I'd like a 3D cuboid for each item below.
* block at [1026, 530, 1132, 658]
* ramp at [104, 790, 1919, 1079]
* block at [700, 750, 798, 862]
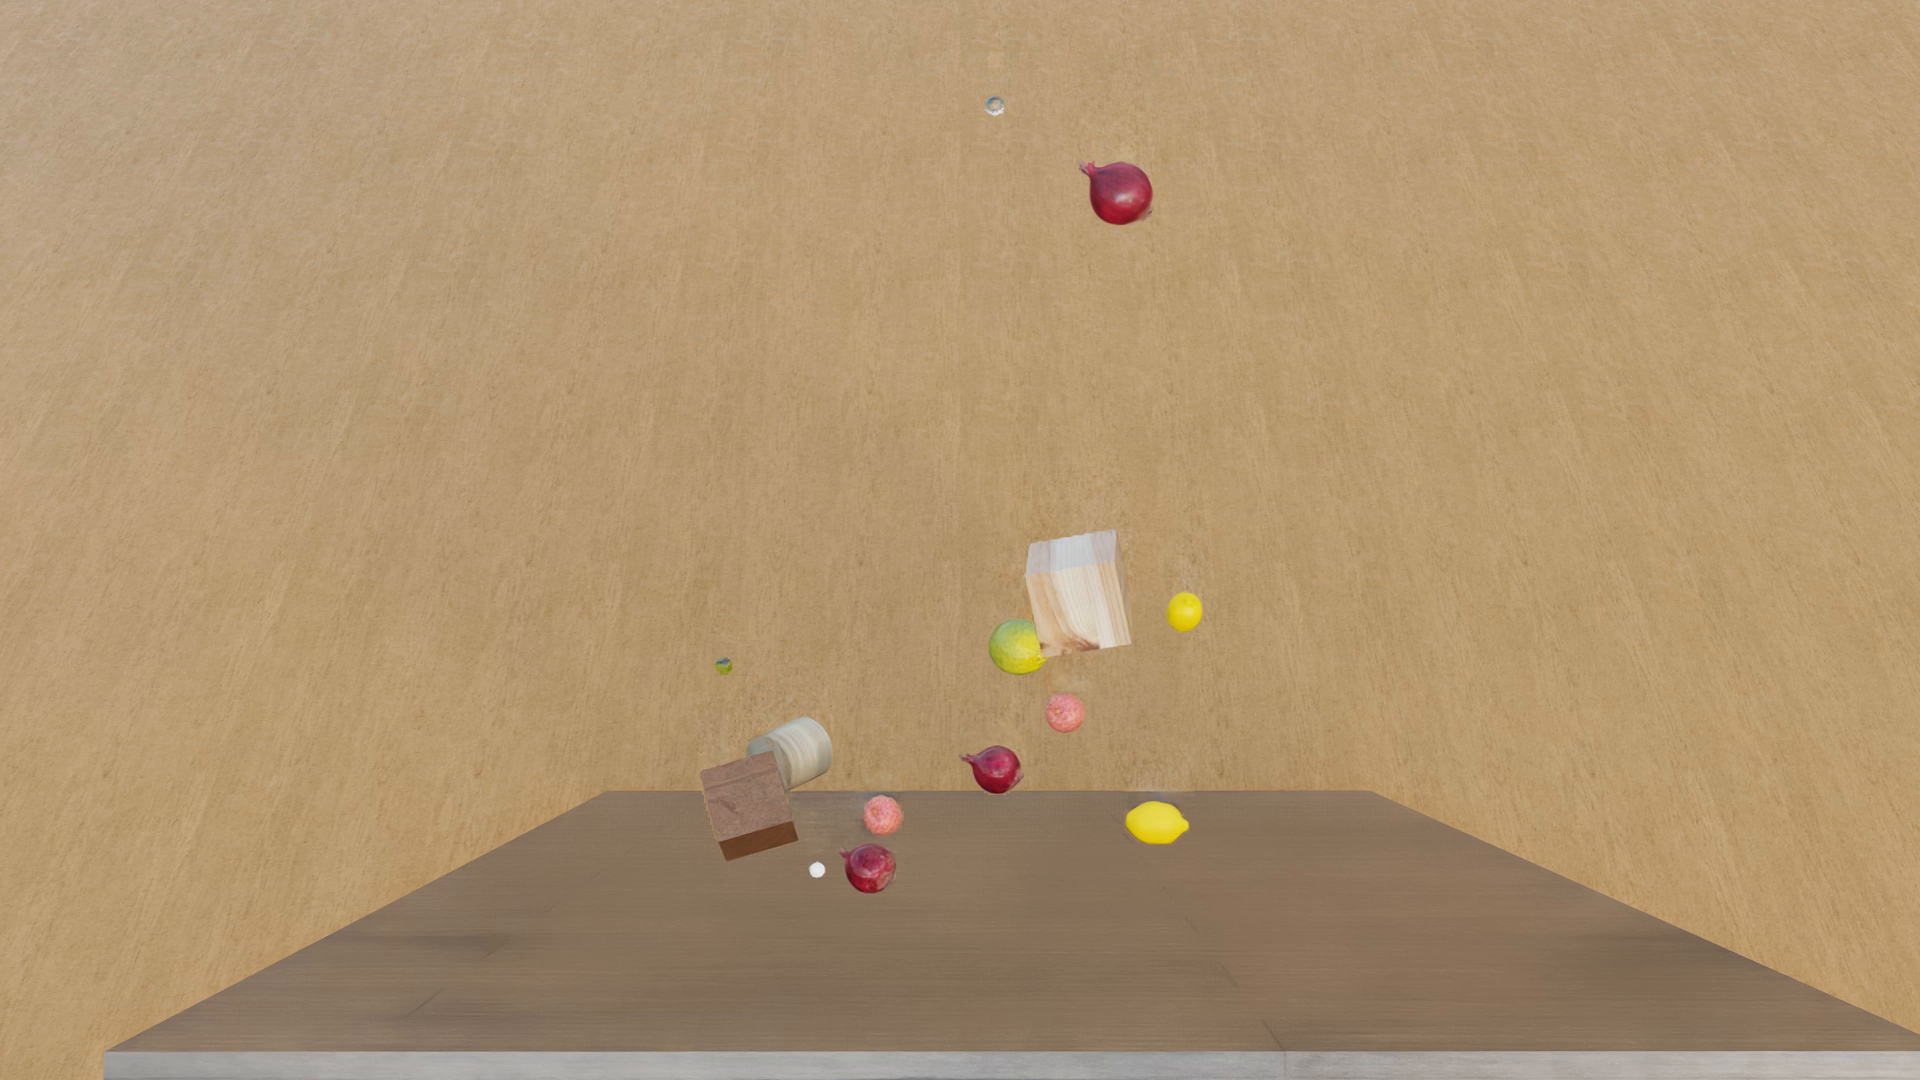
[{"bbox_3d":[0.123,0.054,2.662,0.091,0.091,0.091,-9,20,8],"label":"block"},{"bbox_3d":[0.076,0.654,4.799,2.000,0.100,4.000,0,-1,0],"label":"ramp"},{"bbox_3d":[-0.224,0.284,2.767,0.080,0.080,0.080,-16,69,-5],"label":"block"}]
